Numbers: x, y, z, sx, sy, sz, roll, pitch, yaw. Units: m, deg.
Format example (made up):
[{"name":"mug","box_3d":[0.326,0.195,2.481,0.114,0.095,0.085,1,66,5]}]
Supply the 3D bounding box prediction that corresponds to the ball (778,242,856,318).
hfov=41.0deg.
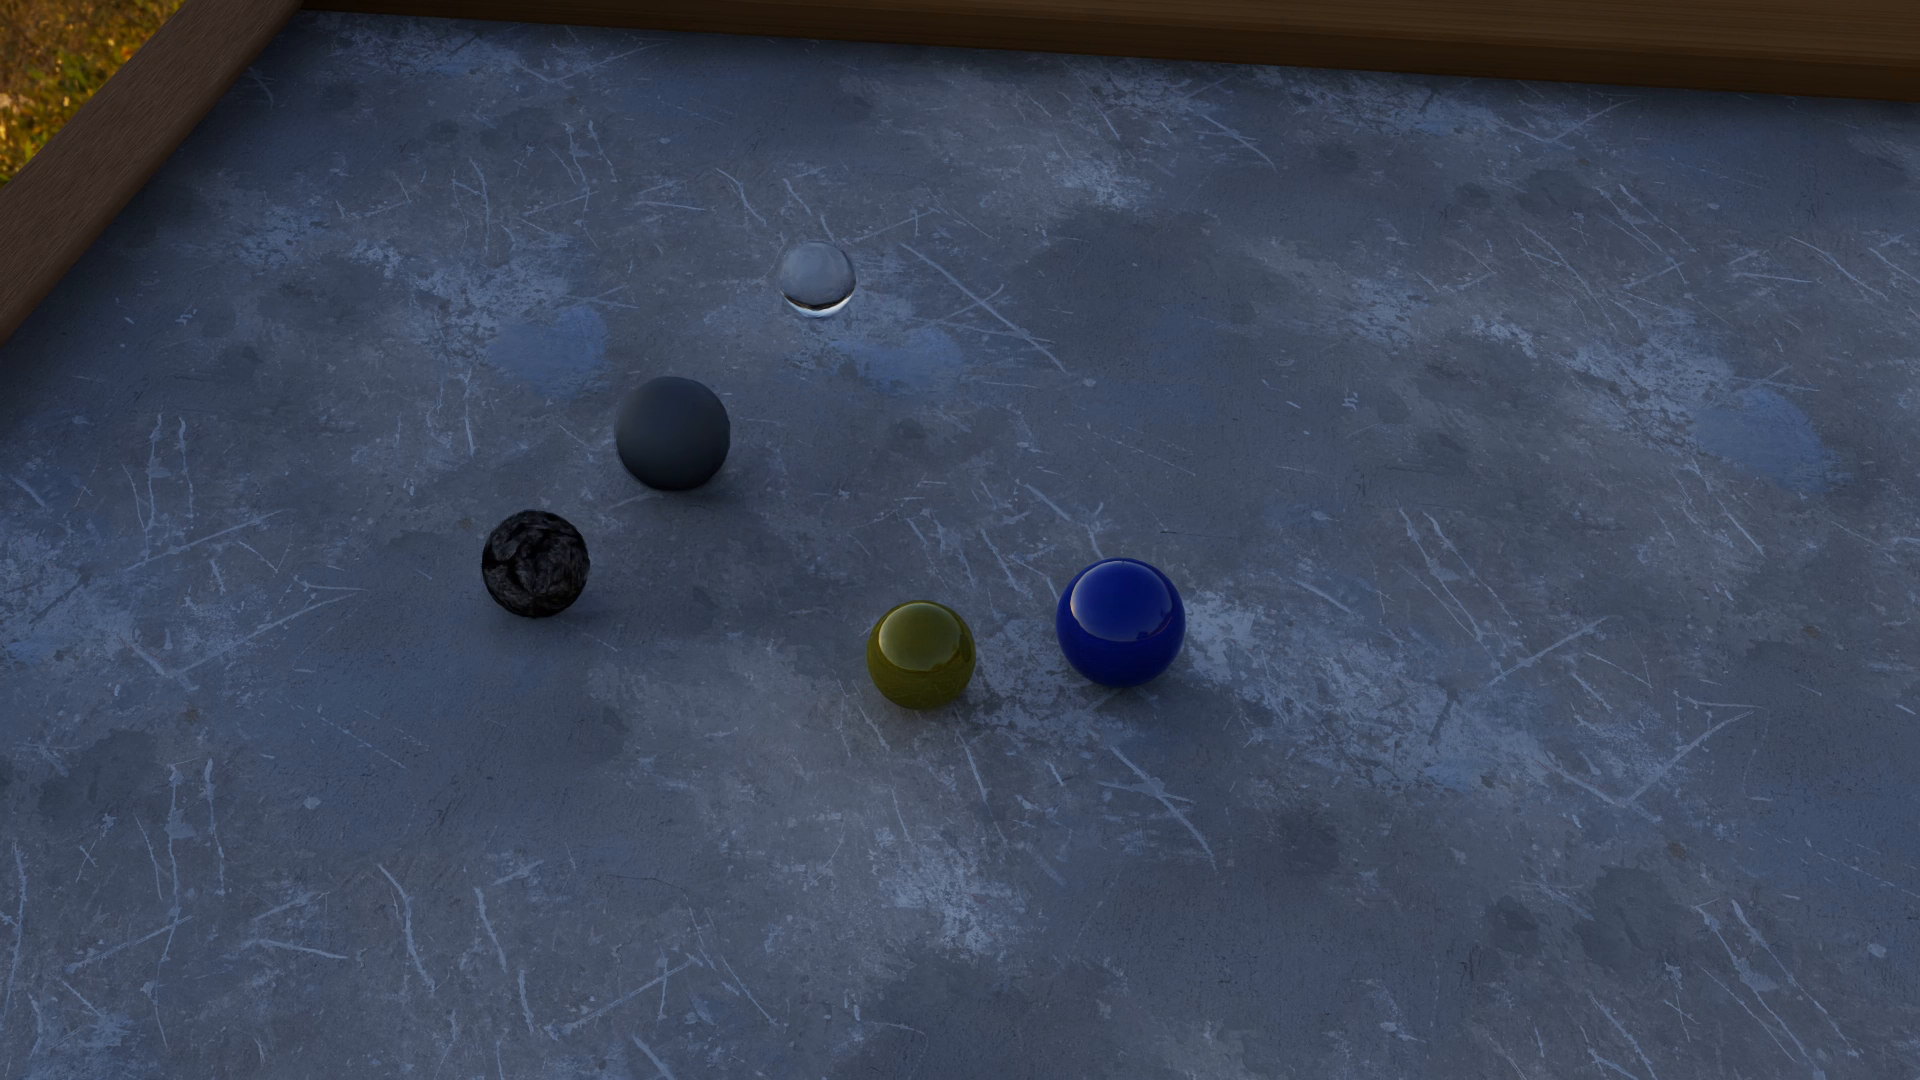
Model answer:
[{"name":"ball","box_3d":[-0.123,-0.224,2.206,0.066,0.066,0.066,0,35,0]}]

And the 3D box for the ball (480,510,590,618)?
[{"name":"ball","box_3d":[-0.306,0.018,1.847,0.077,0.077,0.077,0,35,0]}]

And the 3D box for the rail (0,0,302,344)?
[{"name":"rail","box_3d":[-0.825,-0.081,1.952,0.045,0.118,1.922,5,35,7]}]

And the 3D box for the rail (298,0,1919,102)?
[{"name":"rail","box_3d":[0.979,-0.475,2.523,3.428,0.118,0.045,5,35,7]}]

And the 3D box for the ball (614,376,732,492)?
[{"name":"ball","box_3d":[-0.221,-0.082,1.980,0.089,0.089,0.089,0,35,0]}]

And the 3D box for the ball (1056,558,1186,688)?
[{"name":"ball","box_3d":[0.111,0.057,1.778,0.091,0.091,0.091,0,35,0]}]

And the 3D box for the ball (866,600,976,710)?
[{"name":"ball","box_3d":[-0.027,0.079,1.759,0.076,0.076,0.076,0,35,0]}]
